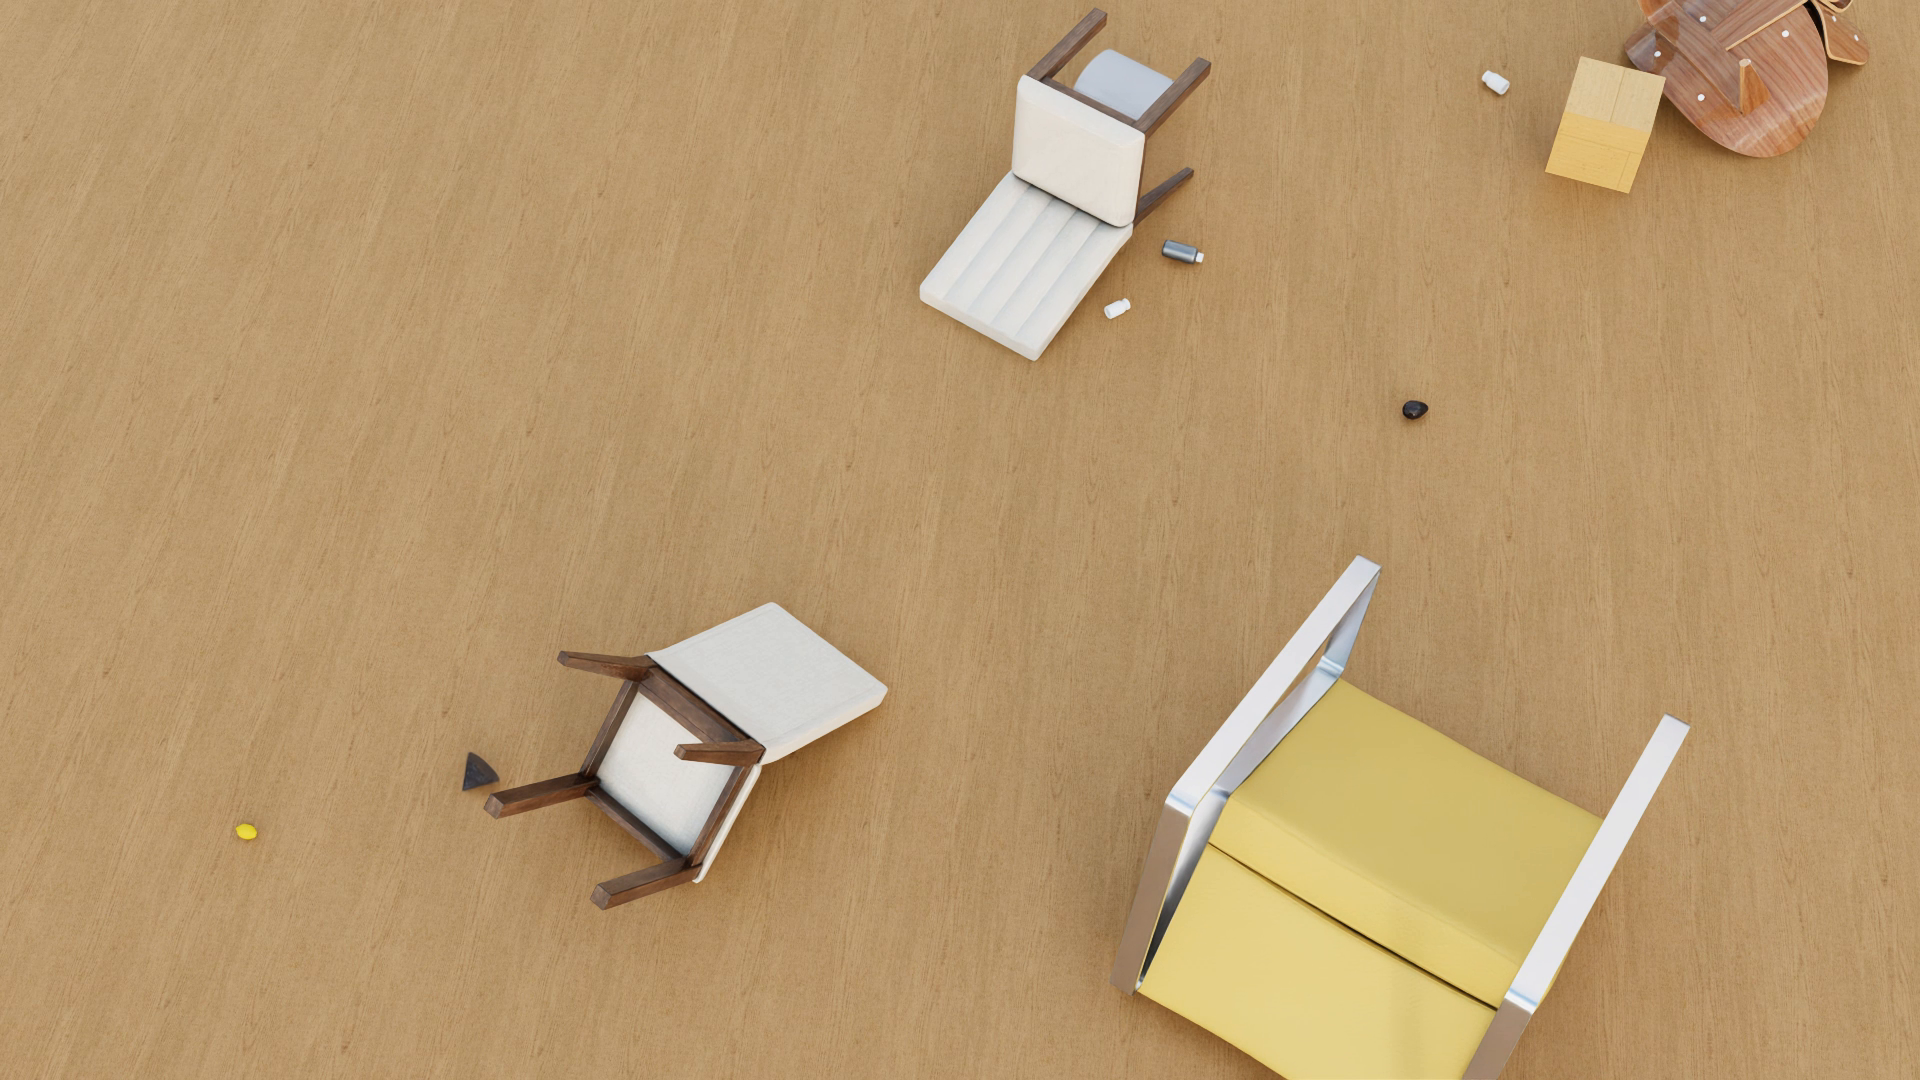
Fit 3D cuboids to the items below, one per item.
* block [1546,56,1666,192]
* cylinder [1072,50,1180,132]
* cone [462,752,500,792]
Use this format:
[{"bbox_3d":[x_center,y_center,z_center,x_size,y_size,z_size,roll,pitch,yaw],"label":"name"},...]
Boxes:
[{"bbox_3d":[2.150,-1.384,7.332,0.283,0.283,0.270,17,58,11],"label":"block"},{"bbox_3d":[0.571,-1.541,7.528,0.279,0.131,0.250,31,56,19],"label":"cylinder"},{"bbox_3d":[-1.351,0.664,6.103,0.120,0.094,0.093,43,93,15],"label":"cone"}]
